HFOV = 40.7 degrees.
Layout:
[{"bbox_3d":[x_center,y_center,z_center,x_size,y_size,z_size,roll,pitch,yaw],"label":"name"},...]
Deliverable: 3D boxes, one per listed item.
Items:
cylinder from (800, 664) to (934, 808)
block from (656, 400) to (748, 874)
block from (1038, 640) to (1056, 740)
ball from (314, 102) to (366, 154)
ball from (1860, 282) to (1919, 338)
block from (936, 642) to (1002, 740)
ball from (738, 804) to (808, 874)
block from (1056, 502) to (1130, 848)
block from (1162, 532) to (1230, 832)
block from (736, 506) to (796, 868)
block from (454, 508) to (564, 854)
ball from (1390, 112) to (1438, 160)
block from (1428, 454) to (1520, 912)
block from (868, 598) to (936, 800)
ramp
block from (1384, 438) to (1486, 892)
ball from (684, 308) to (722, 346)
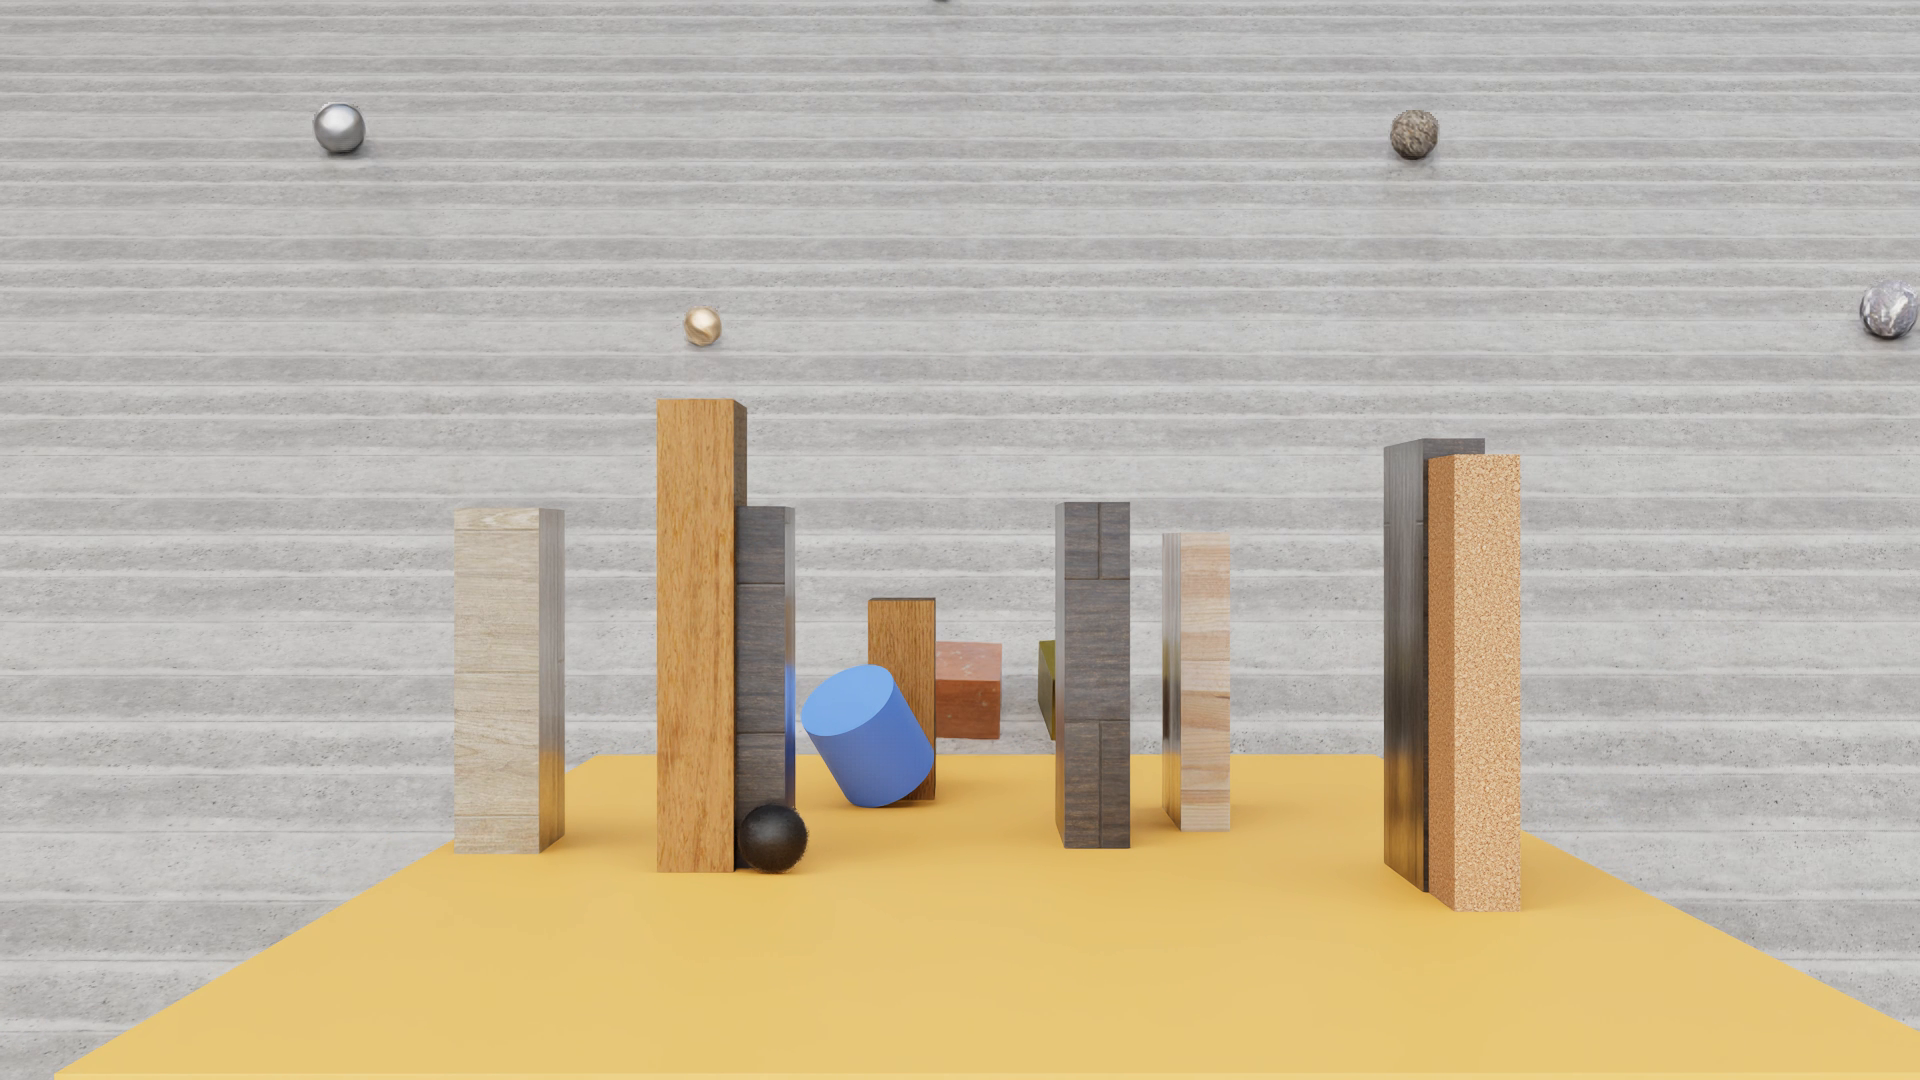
[{"bbox_3d":[-0.190,0.405,5.342,0.208,0.208,0.208,-19,33,13],"label":"cylinder"},{"bbox_3d":[-0.438,0.159,4.415,0.127,0.783,0.278,0,0,0],"label":"block"},{"bbox_3d":[0.321,0.394,6.914,0.192,0.192,0.192,-5,30,-8],"label":"block"},{"bbox_3d":[-2.502,-1.660,10.442,0.204,0.204,0.204,0,30,0],"label":"ball"},{"bbox_3d":[3.219,-0.798,8.965,0.195,0.195,0.195,0,30,0],"label":"ball"},{"bbox_3d":[0.017,0.401,6.909,0.185,0.185,0.185,1,30,2],"label":"block"},{"bbox_3d":[-0.309,0.493,4.278,0.115,0.115,0.115,0,30,0],"label":"ball"},{"bbox_3d":[0.244,0.241,4.827,0.117,0.618,0.433,0,0,0],"label":"block"},{"bbox_3d":[0.463,0.268,5.103,0.093,0.565,0.444,0,0,0],"label":"block"},{"bbox_3d":[-0.359,0.247,4.473,0.132,0.607,0.275,0,0,0],"label":"block"},{"bbox_3d":[-0.812,0.247,4.686,0.148,0.607,0.300,0,0,0],"label":"block"},{"bbox_3d":[1.824,-1.624,10.391,0.191,0.191,0.191,0,30,0],"label":"ball"},{"bbox_3d":[0.779,0.212,4.003,0.097,0.675,0.365,0,0,0],"label":"block"},{"bbox_3d":[-0.125,0.340,5.654,0.141,0.422,0.338,0,0,0],"label":"block"},{"bbox_3d":[0.067,0.600,4.661,2.000,0.100,4.000,0,0,0],"label":"ramp"},{"bbox_3d":[0.770,0.196,4.218,0.097,0.708,0.374,0,0,0],"label":"block"},{"bbox_3d":[-0.886,-0.737,8.922,0.131,0.131,0.131,0,30,0],"label":"ball"}]
